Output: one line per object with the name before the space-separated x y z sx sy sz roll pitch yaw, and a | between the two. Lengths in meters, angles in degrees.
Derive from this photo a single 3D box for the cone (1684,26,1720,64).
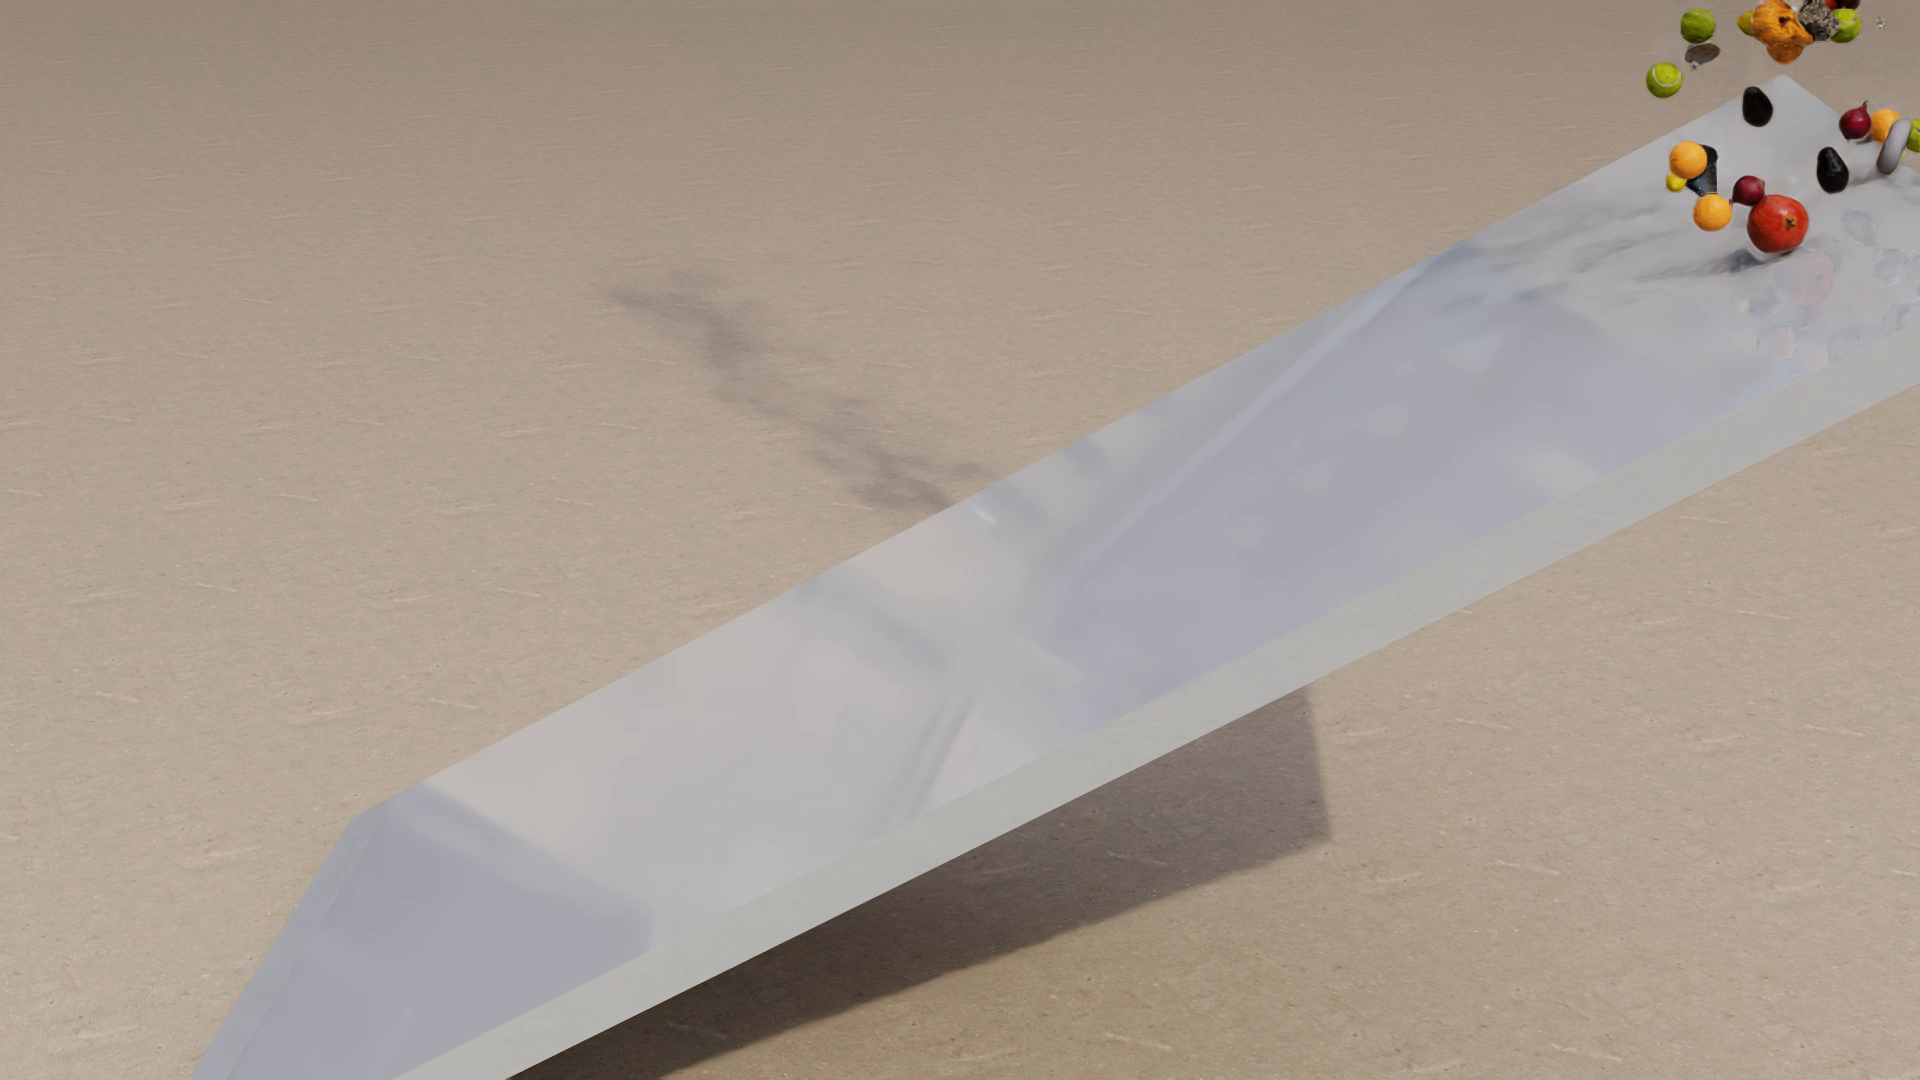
cone | 1.487 -1.008 5.919 0.072 0.072 0.072 -5 -25 -2

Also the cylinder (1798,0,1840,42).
cylinder | 1.616 -0.978 5.538 0.057 0.057 0.057 37 -8 -37

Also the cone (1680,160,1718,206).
cone | 1.528 -0.716 6.009 0.085 0.085 0.085 -31 6 4

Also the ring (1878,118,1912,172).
ring | 1.825 -0.770 5.745 0.038 0.113 0.113 23 24 15

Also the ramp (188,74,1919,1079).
ramp | 0.142 0.167 6.283 4.000 0.100 2.000 -27 14 11
